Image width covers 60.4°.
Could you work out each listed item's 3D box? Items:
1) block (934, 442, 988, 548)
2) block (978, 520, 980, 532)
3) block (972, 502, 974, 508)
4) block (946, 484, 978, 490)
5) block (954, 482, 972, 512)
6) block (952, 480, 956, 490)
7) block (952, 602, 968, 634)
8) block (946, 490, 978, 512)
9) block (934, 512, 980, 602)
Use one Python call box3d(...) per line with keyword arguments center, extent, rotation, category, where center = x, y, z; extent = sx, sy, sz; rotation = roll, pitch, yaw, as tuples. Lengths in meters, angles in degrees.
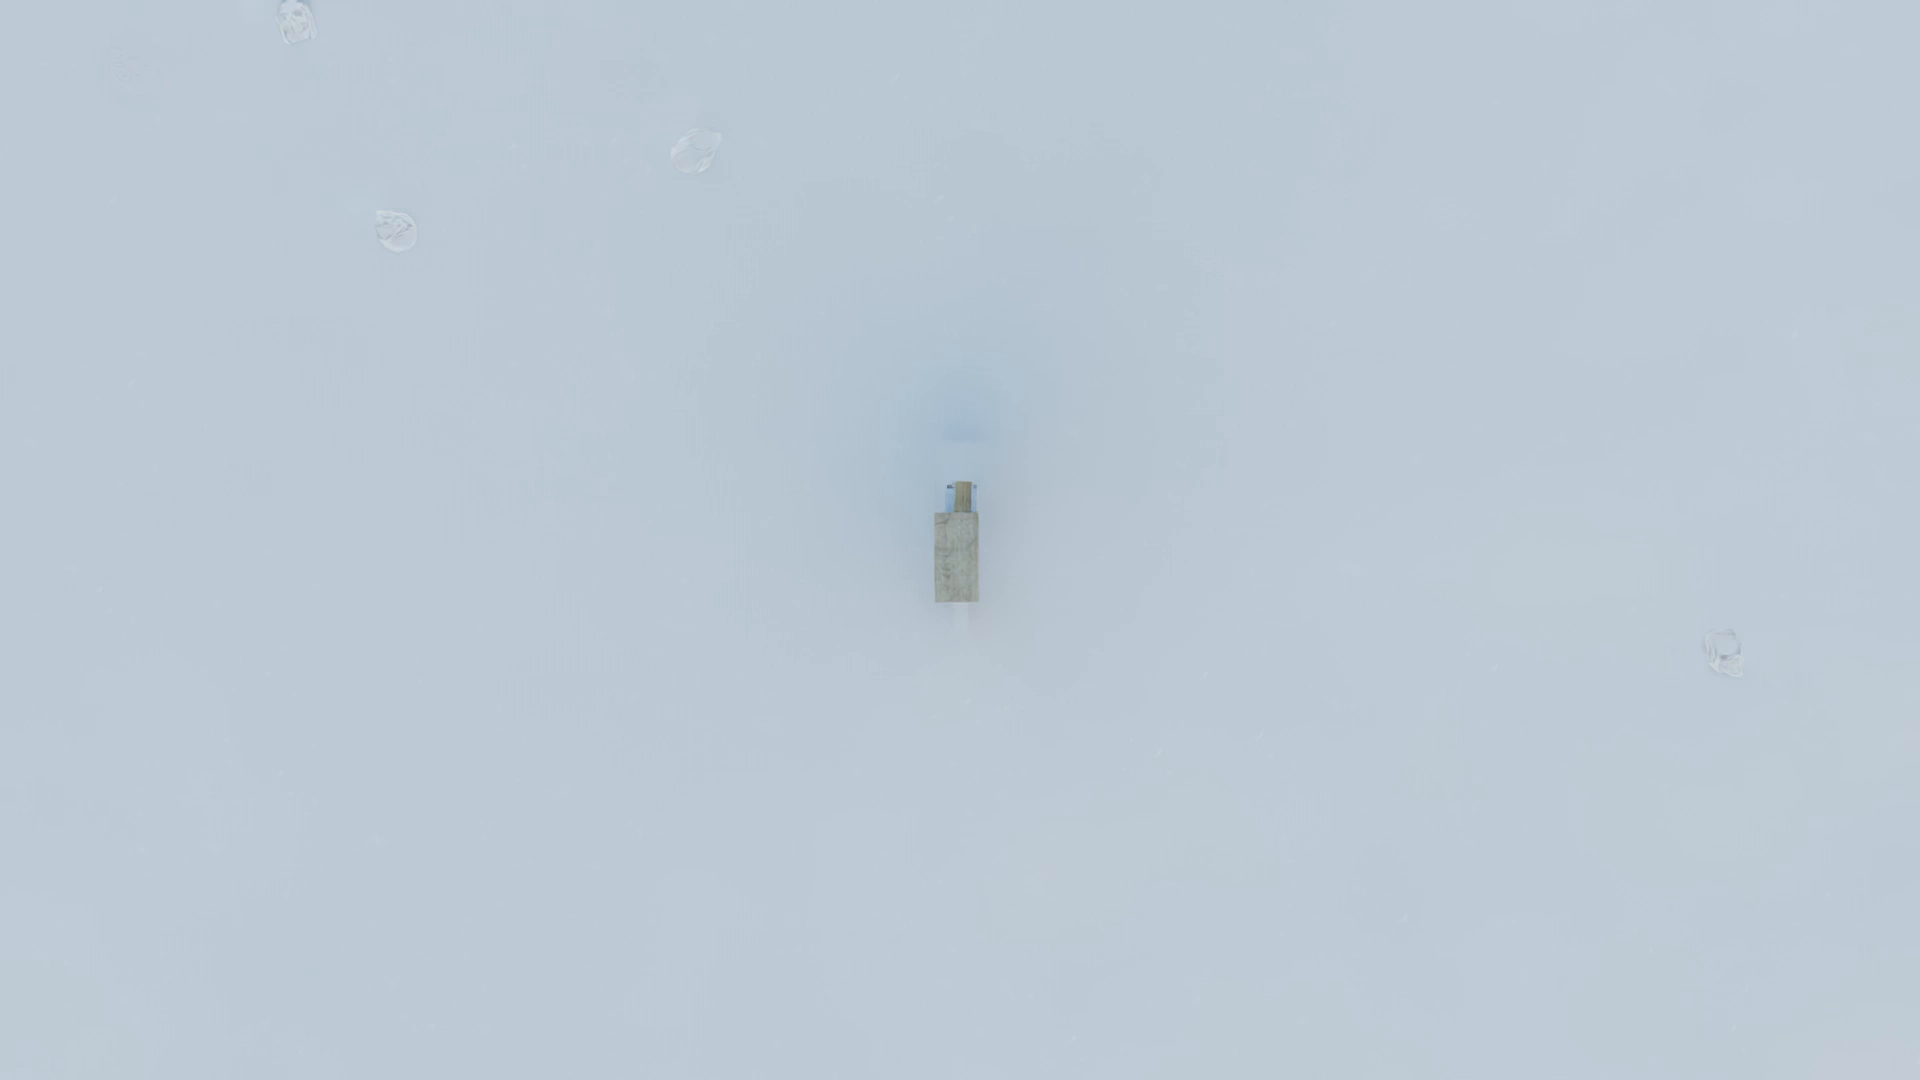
box3d(center=(0.004, -0.140, 5.143), extent=(0.166, 0.047, 0.333), rotation=(0, 90, 0), category="block")
box3d(center=(-0.006, -0.040, 4.634), extent=(0.122, 0.244, 0.035), rotation=(0, 91, 1), category="block")
box3d(center=(0.011, -0.098, 4.745), extent=(0.045, 0.091, 0.013), rotation=(-5, 92, 7), category="block")
box3d(center=(0.005, -0.135, 4.956), extent=(0.092, 0.227, 0.026), rotation=(0, 101, 1), category="block")
box3d(center=(0.010, -0.122, 4.698), extent=(0.045, 0.013, 0.091), rotation=(0, 73, 8), category="block")
box3d(center=(0.006, -0.153, 4.766), extent=(0.045, 0.091, 0.013), rotation=(14, 83, 5), category="block")
box3d(center=(0.001, 0.253, 5.386), extent=(0.053, 0.015, 0.106), rotation=(0, 90, 0), category="block")
box3d(center=(0.006, -0.062, 4.791), extent=(0.092, 0.026, 0.185), rotation=(0, 61, 1), category="block")
box3d(center=(-0.009, 0.047, 4.492), extent=(0.122, 0.035, 0.244), rotation=(0, 89, 0), category="block")
